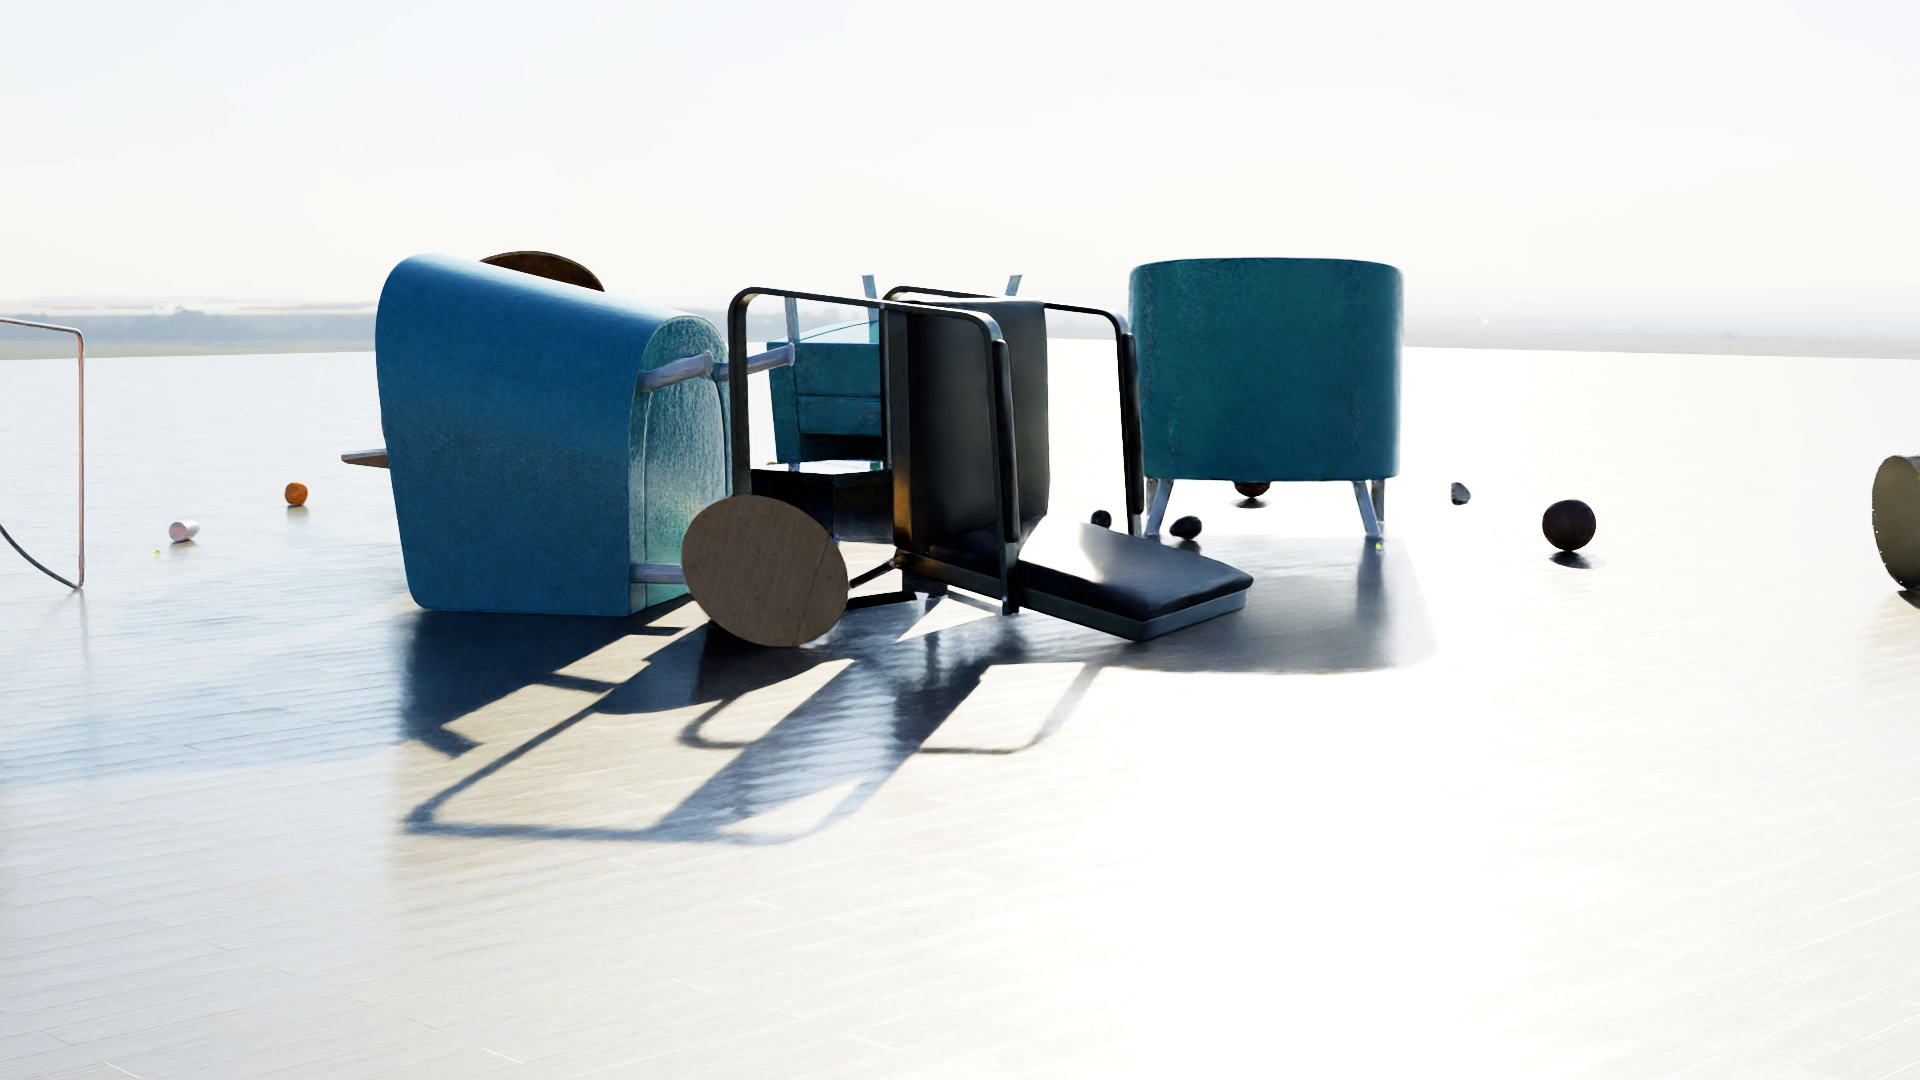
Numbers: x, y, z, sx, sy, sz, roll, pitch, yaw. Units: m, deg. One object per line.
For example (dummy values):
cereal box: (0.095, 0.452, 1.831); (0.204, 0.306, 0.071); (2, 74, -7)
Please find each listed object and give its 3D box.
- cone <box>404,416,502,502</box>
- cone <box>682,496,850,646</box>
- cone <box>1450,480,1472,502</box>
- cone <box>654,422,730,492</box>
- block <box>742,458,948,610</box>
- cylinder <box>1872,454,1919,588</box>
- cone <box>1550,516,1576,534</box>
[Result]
cone: (-1.445, -0.181, 7.559); (0.234, 0.312, 0.267); (34, 26, -29)
cone: (-0.413, 0.105, 4.740); (0.320, 0.276, 0.348); (24, -25, -15)
cone: (1.450, -0.128, 7.508); (0.084, 0.076, 0.047); (-30, -15, -46)
cone: (-0.781, -0.208, 7.924); (0.231, 0.242, 0.211); (38, -2, 34)
block: (-0.233, -0.016, 5.236); (0.256, 0.272, 0.343); (5, 8, 40)
cylinder: (2.134, -0.044, 5.465); (0.308, 0.289, 0.191); (-2, -12, -19)
cone: (1.544, -0.031, 6.603); (0.062, 0.047, 0.063); (-5, -13, -45)
